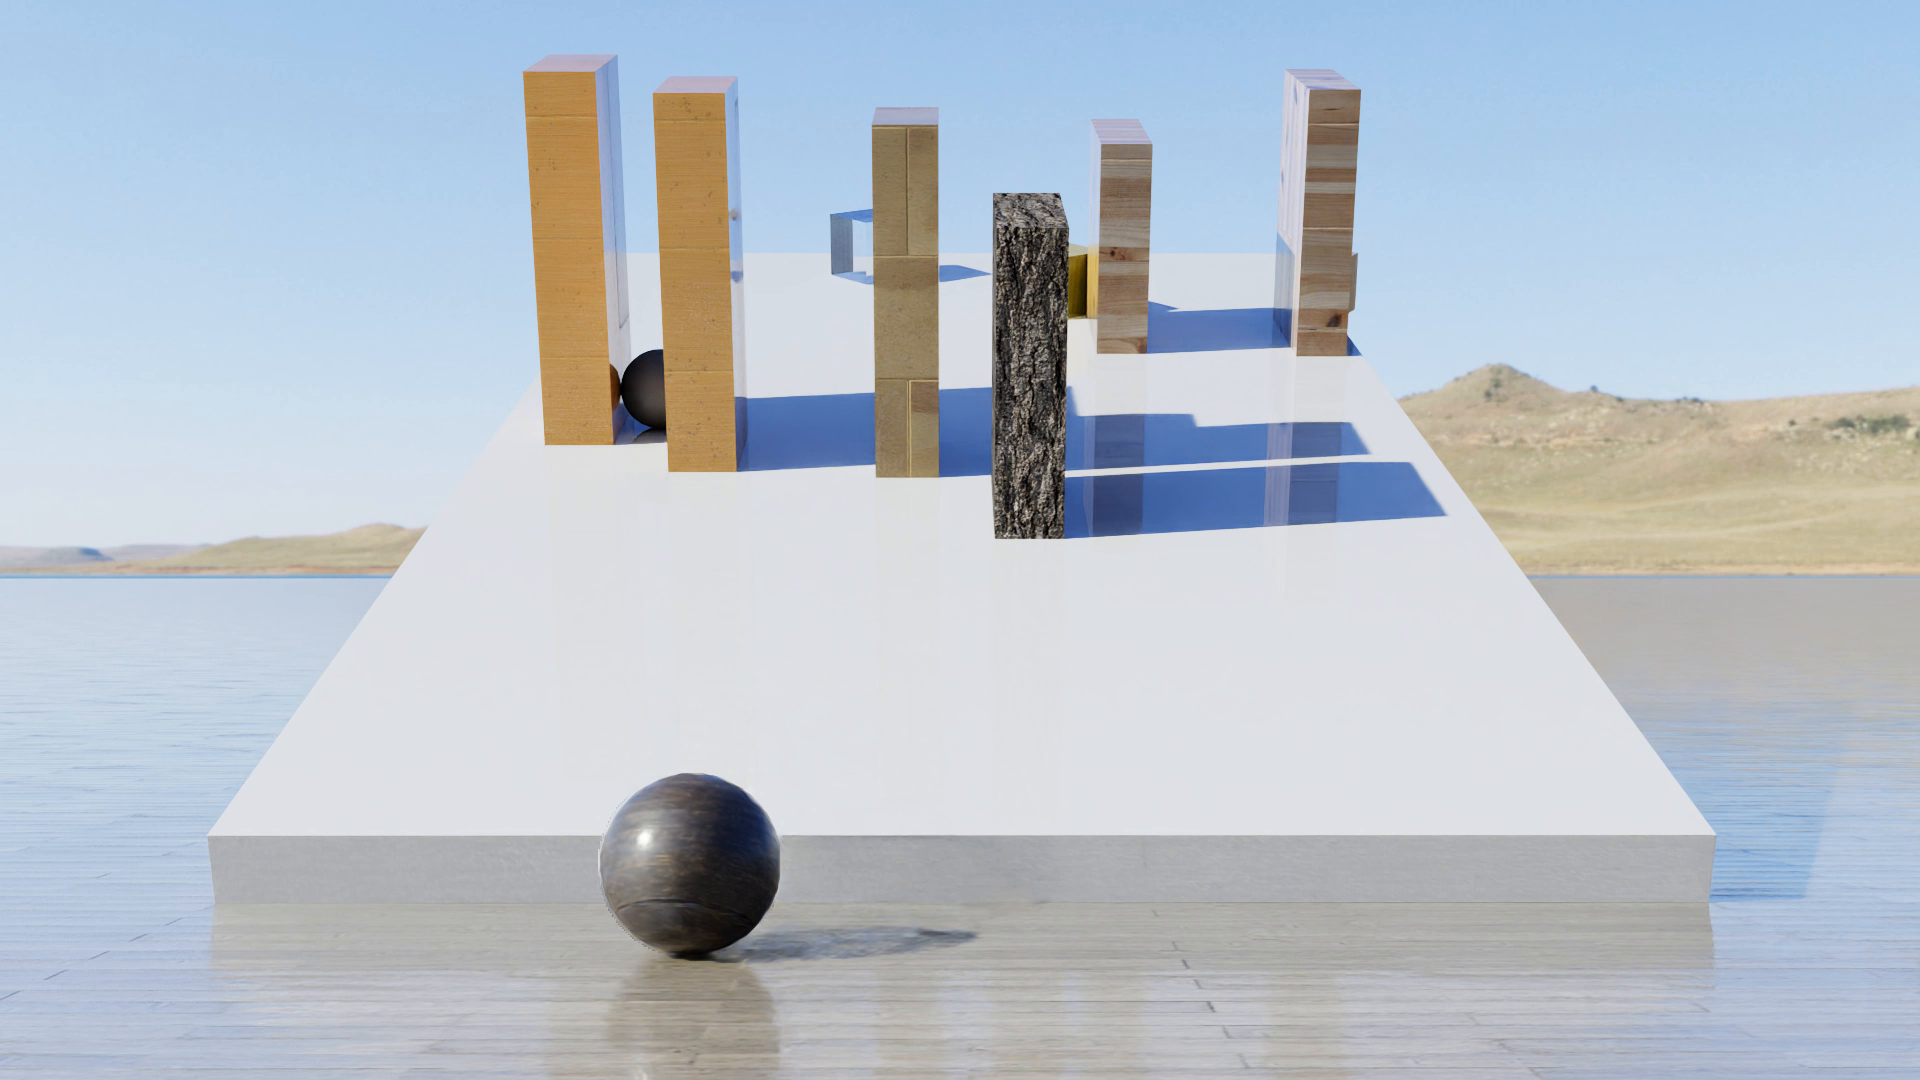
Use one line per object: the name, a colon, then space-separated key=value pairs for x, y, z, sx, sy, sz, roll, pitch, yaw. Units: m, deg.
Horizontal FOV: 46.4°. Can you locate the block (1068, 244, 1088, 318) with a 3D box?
block: x=0.269 y=-0.693 z=5.984 sx=0.165 sy=0.165 sz=0.165 roll=-14 pitch=23 yaw=-36

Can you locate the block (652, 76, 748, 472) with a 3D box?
block: x=-0.525 y=-0.544 z=4.577 sx=0.139 sy=0.764 sz=0.276 roll=0 pitch=18 yaw=0

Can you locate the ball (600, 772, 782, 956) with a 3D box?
ball: x=-0.312 y=0.376 z=2.602 sx=0.209 sy=0.209 sz=0.209 roll=0 pitch=-1 yaw=0

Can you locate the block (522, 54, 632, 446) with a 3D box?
block: x=-0.808 y=-0.622 z=4.783 sx=0.145 sy=0.781 sz=0.319 roll=0 pitch=18 yaw=0

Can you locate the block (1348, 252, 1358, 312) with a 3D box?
block: x=0.959 y=-0.684 z=5.975 sx=0.154 sy=0.154 sz=0.154 roll=9 pitch=20 yaw=26

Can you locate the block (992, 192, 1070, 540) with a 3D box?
block: x=0.128 y=-0.336 z=4.241 sx=0.129 sy=0.581 sz=0.370 roll=0 pitch=18 yaw=0

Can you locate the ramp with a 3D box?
ramp: x=-0.004 y=-0.190 z=4.884 sx=2.000 sy=0.100 sz=4.000 roll=0 pitch=18 yaw=0

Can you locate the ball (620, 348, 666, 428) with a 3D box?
ball: x=-0.649 y=-0.328 z=4.865 sx=0.173 sy=0.173 sz=0.173 roll=0 pitch=-1 yaw=0

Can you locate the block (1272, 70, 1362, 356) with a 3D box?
block: x=0.889 y=-0.827 z=5.619 sx=0.123 sy=0.649 sz=0.422 roll=0 pitch=18 yaw=0

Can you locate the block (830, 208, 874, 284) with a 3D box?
block: x=-0.248 y=-0.843 z=6.416 sx=0.176 sy=0.176 sz=0.176 roll=-14 pitch=23 yaw=-36

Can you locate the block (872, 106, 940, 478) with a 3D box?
block: x=-0.107 y=-0.503 z=4.542 sx=0.128 sy=0.709 sz=0.259 roll=0 pitch=18 yaw=0

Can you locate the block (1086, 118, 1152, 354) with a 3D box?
block: x=0.400 y=-0.775 z=5.670 sx=0.124 sy=0.517 sz=0.440 roll=0 pitch=18 yaw=0
